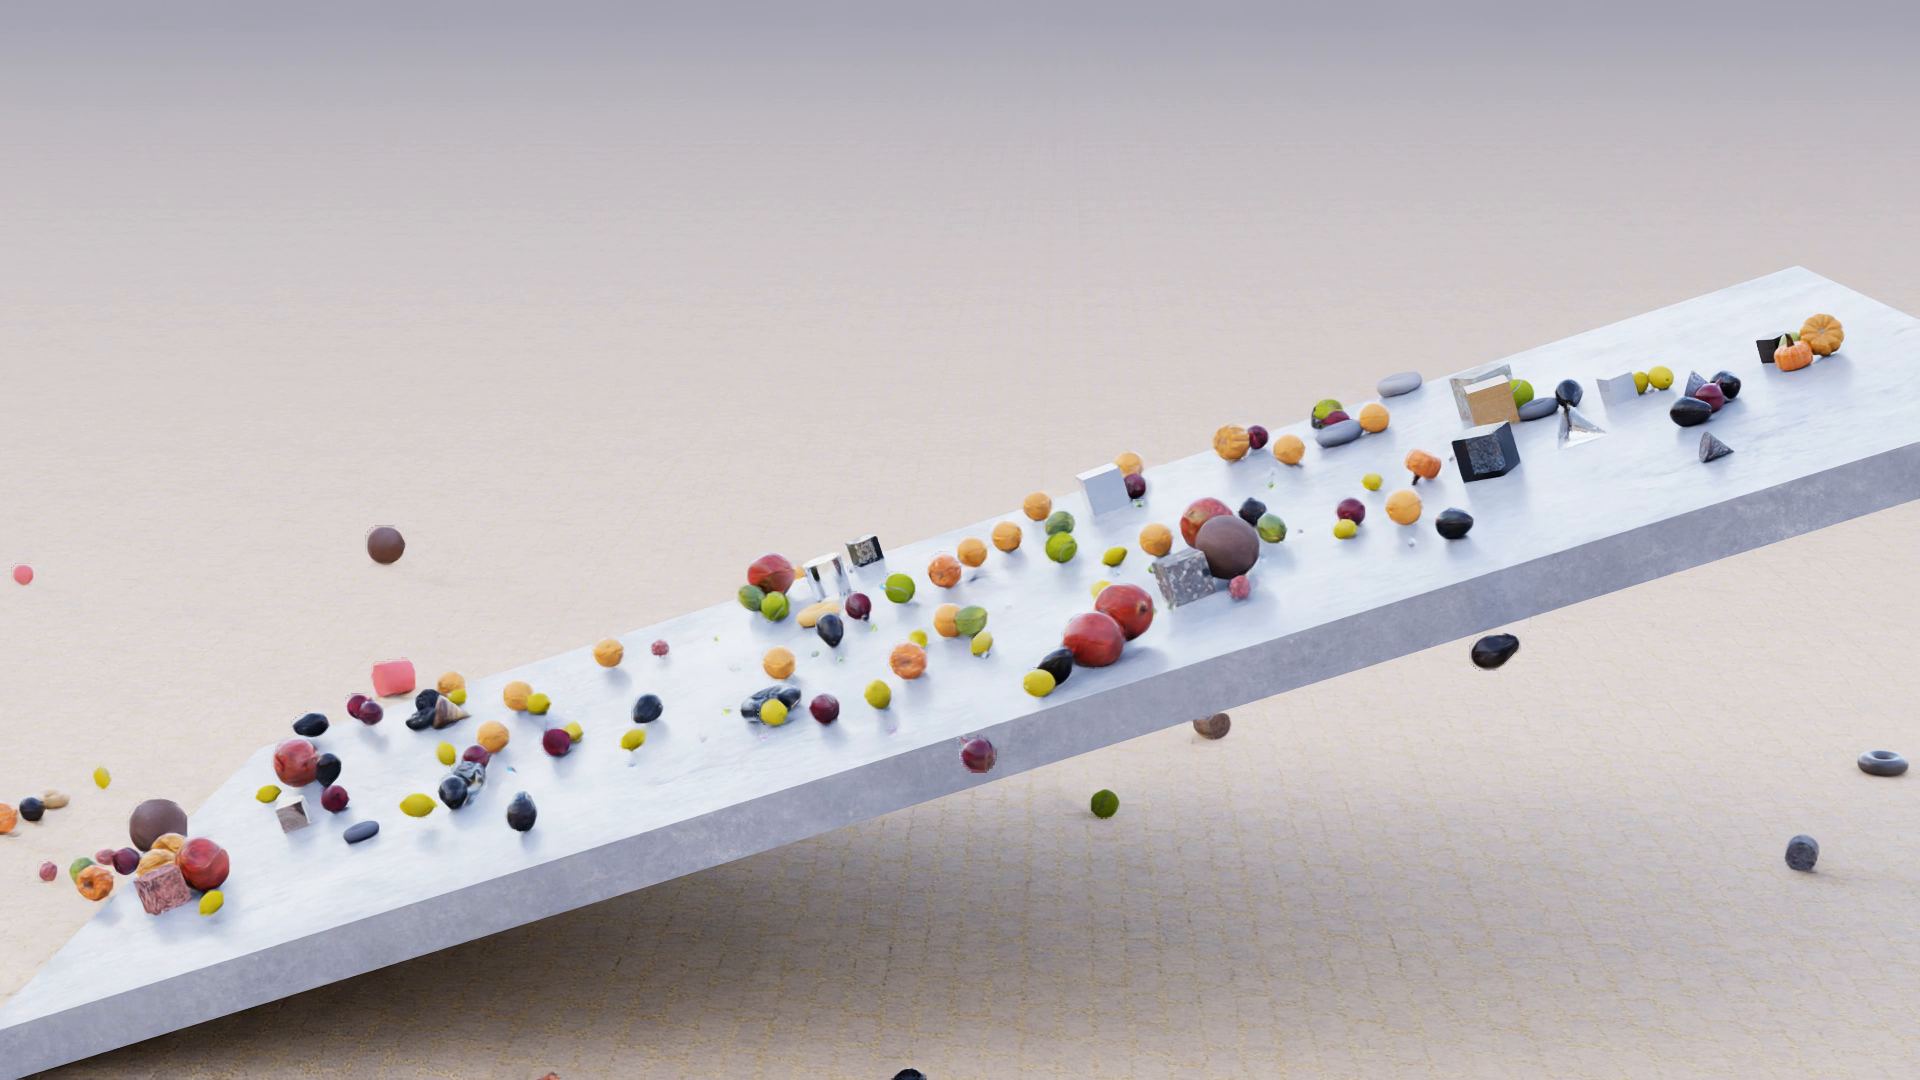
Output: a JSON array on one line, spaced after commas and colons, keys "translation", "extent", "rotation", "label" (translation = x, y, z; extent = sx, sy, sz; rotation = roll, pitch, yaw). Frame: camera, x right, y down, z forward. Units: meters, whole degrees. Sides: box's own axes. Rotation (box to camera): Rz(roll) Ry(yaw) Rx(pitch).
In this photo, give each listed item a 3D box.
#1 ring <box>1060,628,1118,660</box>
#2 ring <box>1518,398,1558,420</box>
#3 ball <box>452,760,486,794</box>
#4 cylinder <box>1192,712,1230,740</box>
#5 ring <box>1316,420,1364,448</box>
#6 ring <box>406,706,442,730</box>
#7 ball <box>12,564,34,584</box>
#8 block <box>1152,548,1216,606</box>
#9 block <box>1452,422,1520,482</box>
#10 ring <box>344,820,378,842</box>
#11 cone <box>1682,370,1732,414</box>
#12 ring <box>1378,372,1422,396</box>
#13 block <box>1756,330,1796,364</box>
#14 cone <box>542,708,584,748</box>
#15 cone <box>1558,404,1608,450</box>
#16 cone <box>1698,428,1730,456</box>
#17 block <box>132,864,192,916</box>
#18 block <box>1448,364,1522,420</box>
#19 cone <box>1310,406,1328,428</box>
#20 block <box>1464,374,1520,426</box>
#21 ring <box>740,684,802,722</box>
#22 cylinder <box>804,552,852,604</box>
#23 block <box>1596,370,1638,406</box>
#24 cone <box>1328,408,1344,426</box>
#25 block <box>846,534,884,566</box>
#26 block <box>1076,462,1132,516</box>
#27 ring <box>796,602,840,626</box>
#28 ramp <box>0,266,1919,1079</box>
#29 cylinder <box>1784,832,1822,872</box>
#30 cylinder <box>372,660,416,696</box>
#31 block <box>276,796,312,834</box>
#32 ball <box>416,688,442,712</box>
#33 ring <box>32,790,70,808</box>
[{"translation": [0.245, 0.198, 5.596], "extent": [0.114, 0.038, 0.114], "rotation": [-13, 14, 4], "label": "ring"}, {"translation": [1.255, -0.285, 6.382], "extent": [0.091, 0.030, 0.091], "rotation": [-18, 11, 4], "label": "ring"}, {"translation": [-1.027, 0.496, 6.157], "extent": [0.070, 0.070, 0.070], "rotation": [0, 12, 0], "label": "ball"}, {"translation": [0.678, 0.493, 7.931], "extent": [0.073, 0.073, 0.073], "rotation": [-8, 14, -33], "label": "cylinder"}, {"translation": [0.879, -0.246, 6.805], "extent": [0.114, 0.038, 0.114], "rotation": [-19, 10, 4], "label": "ring"}, {"translation": [-1.280, 0.427, 7.049], "extent": [0.098, 0.033, 0.098], "rotation": [-17, 11, 3], "label": "ring"}, {"translation": [-3.116, 0.115, 9.783], "extent": [0.067, 0.067, 0.067], "rotation": [0, 12, 0], "label": "ball"}, {"translation": [0.440, 0.073, 5.785], "extent": [0.084, 0.084, 0.084], "rotation": [-21, 11, -12], "label": "block"}, {"translation": [1.071, -0.179, 5.987], "extent": [0.090, 0.090, 0.090], "rotation": [-10, 13, 38], "label": "block"}, {"translation": [-1.241, 0.604, 6.094], "extent": [0.077, 0.026, 0.077], "rotation": [-18, 9, 3], "label": "ring"}, {"translation": [1.512, -0.289, 5.931], "extent": [0.092, 0.092, 0.092], "rotation": [14, 16, 18], "label": "cone"}, {"translation": [1.071, -0.380, 7.164], "extent": [0.112, 0.037, 0.112], "rotation": [-17, 11, 3], "label": "ring"}, {"translation": [1.707, -0.403, 6.153], "extent": [0.052, 0.052, 0.052], "rotation": [-24, 12, -26], "label": "block"}, {"translation": [-0.854, 0.414, 6.370], "extent": [0.089, 0.089, 0.089], "rotation": [10, 10, -9], "label": "cone"}, {"translation": [1.276, -0.223, 5.990], "extent": [0.095, 0.095, 0.095], "rotation": [9, 12, 0], "label": "cone"}, {"translation": [1.424, -0.170, 5.513], "extent": [0.059, 0.059, 0.059], "rotation": [32, 17, 6], "label": "cone"}, {"translation": [-1.640, 0.718, 6.047], "extent": [0.075, 0.075, 0.075], "rotation": [-26, 13, -34], "label": "block"}, {"translation": [1.171, -0.330, 6.563], "extent": [0.099, 0.099, 0.099], "rotation": [-22, 11, -19], "label": "block"}, {"translation": [0.879, -0.291, 7.071], "extent": [0.053, 0.053, 0.053], "rotation": [6, 8, -23], "label": "cone"}, {"translation": [1.162, -0.297, 6.431], "extent": [0.092, 0.092, 0.092], "rotation": [-17, 11, 7], "label": "block"}, {"translation": [-0.384, 0.331, 5.984], "extent": [0.131, 0.044, 0.131], "rotation": [-19, 11, 4], "label": "ring"}, {"translation": [-0.314, 0.090, 6.962], "extent": [0.093, 0.093, 0.093], "rotation": [-18, 10, 3], "label": "cylinder"}, {"translation": [1.399, -0.325, 6.263], "extent": [0.057, 0.057, 0.057], "rotation": [-21, 11, -11], "label": "block"}, {"translation": [0.882, -0.284, 6.930], "extent": [0.060, 0.060, 0.060], "rotation": [-18, 10, 3], "label": "cone"}, {"translation": [-0.235, 0.026, 7.246], "extent": [0.060, 0.060, 0.060], "rotation": [-23, 11, -24], "label": "block"}, {"translation": [0.337, -0.119, 6.925], "extent": [0.092, 0.092, 0.092], "rotation": [-20, 11, -6], "label": "block"}, {"translation": [-0.324, 0.169, 6.734], "extent": [0.105, 0.035, 0.105], "rotation": [-17, 11, 3], "label": "ring"}, {"translation": [0.102, 0.182, 6.309], "extent": [4.000, 0.100, 2.000], "rotation": [-17, 11, 5], "label": "ramp"}, {"translation": [1.952, 0.726, 6.812], "extent": [0.069, 0.069, 0.069], "rotation": [7, 31, 31], "label": "cylinder"}, {"translation": [-1.610, 0.393, 8.367], "extent": [0.093, 0.093, 0.093], "rotation": [-8, 14, -34], "label": "cylinder"}, {"translation": [-1.448, 0.597, 6.395], "extent": [0.057, 0.057, 0.057], "rotation": [-19, 10, -2], "label": "block"}, {"translation": [-1.284, 0.395, 7.122], "extent": [0.068, 0.068, 0.068], "rotation": [0, 12, 0], "label": "ball"}, {"translation": [-2.260, 0.643, 7.308], "extent": [0.094, 0.031, 0.094], "rotation": [0, 13, 0], "label": "ring"}]
